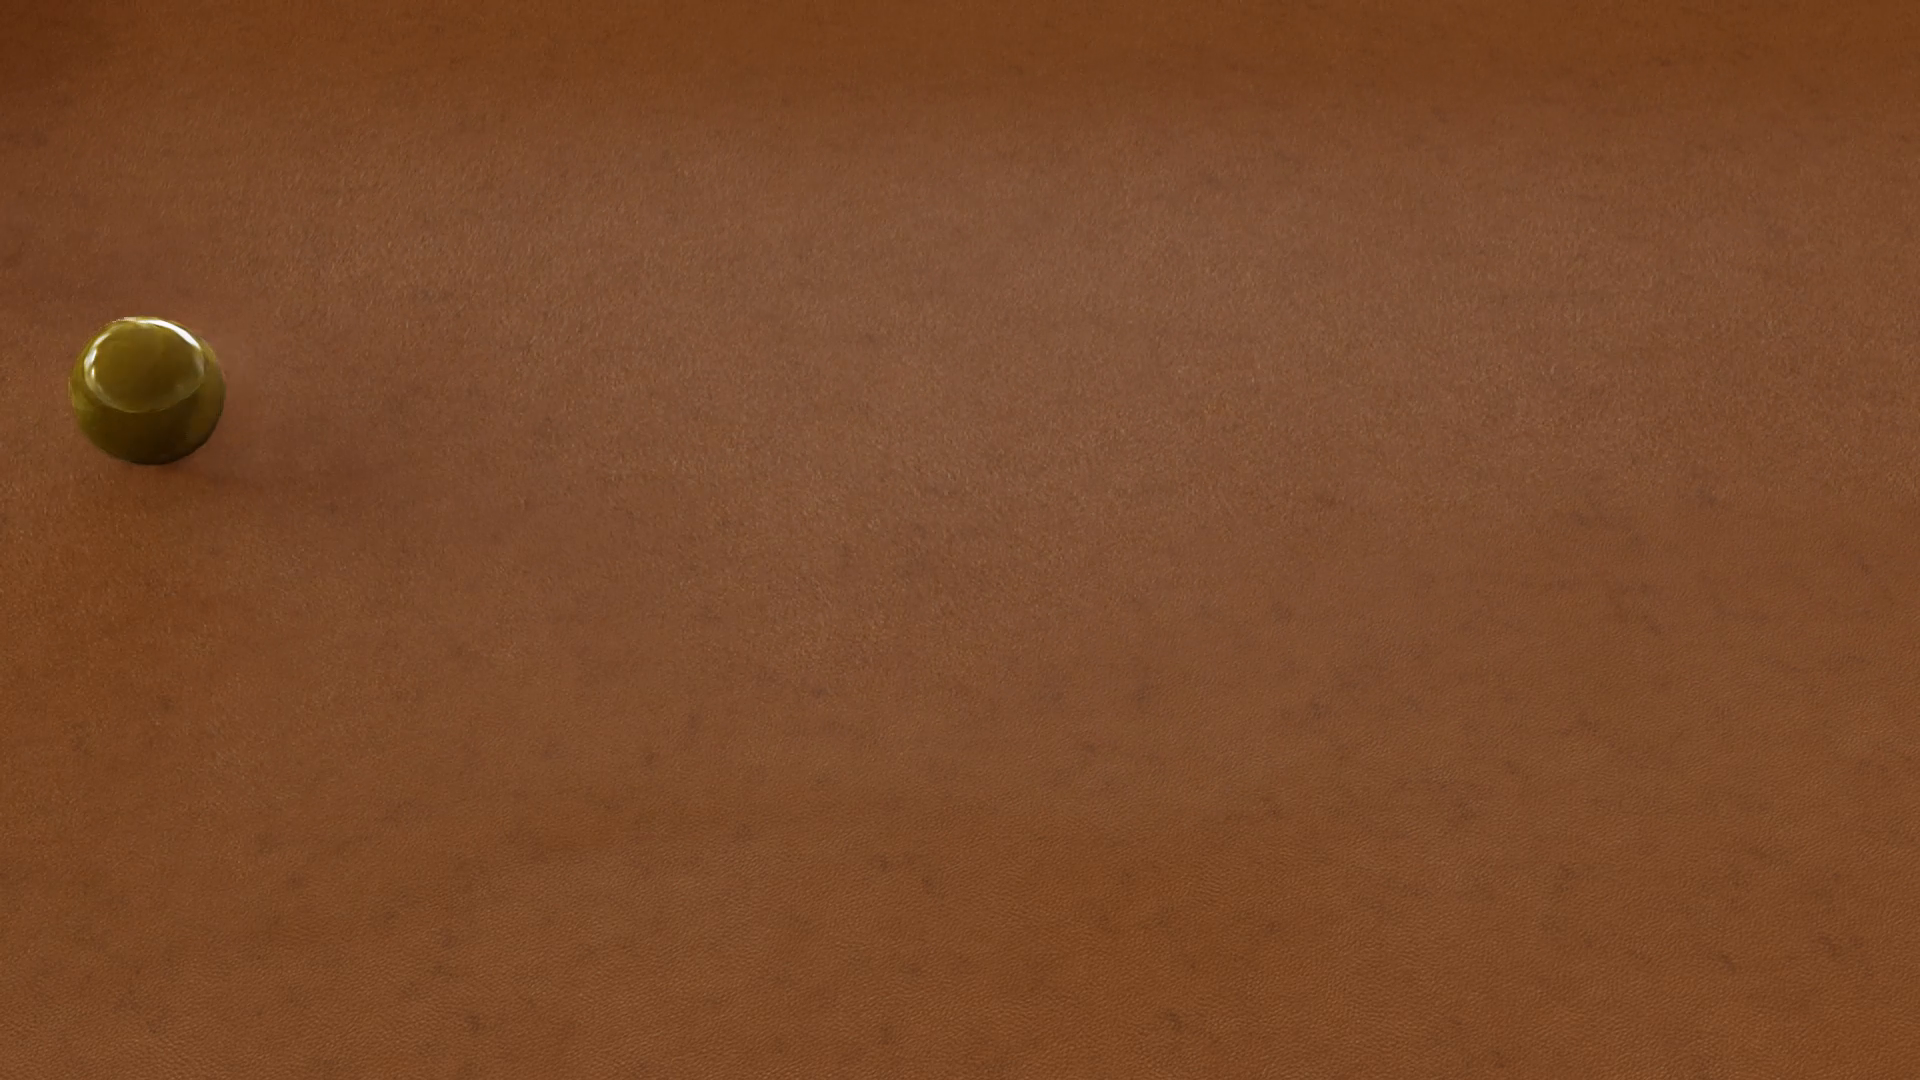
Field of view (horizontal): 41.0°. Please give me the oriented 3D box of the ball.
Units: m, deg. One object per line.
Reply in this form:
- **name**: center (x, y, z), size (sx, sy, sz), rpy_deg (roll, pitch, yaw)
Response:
- **ball**: center (-0.525, -0.097, 1.662), size (0.096, 0.096, 0.096), rpy_deg (0, 37, 0)
